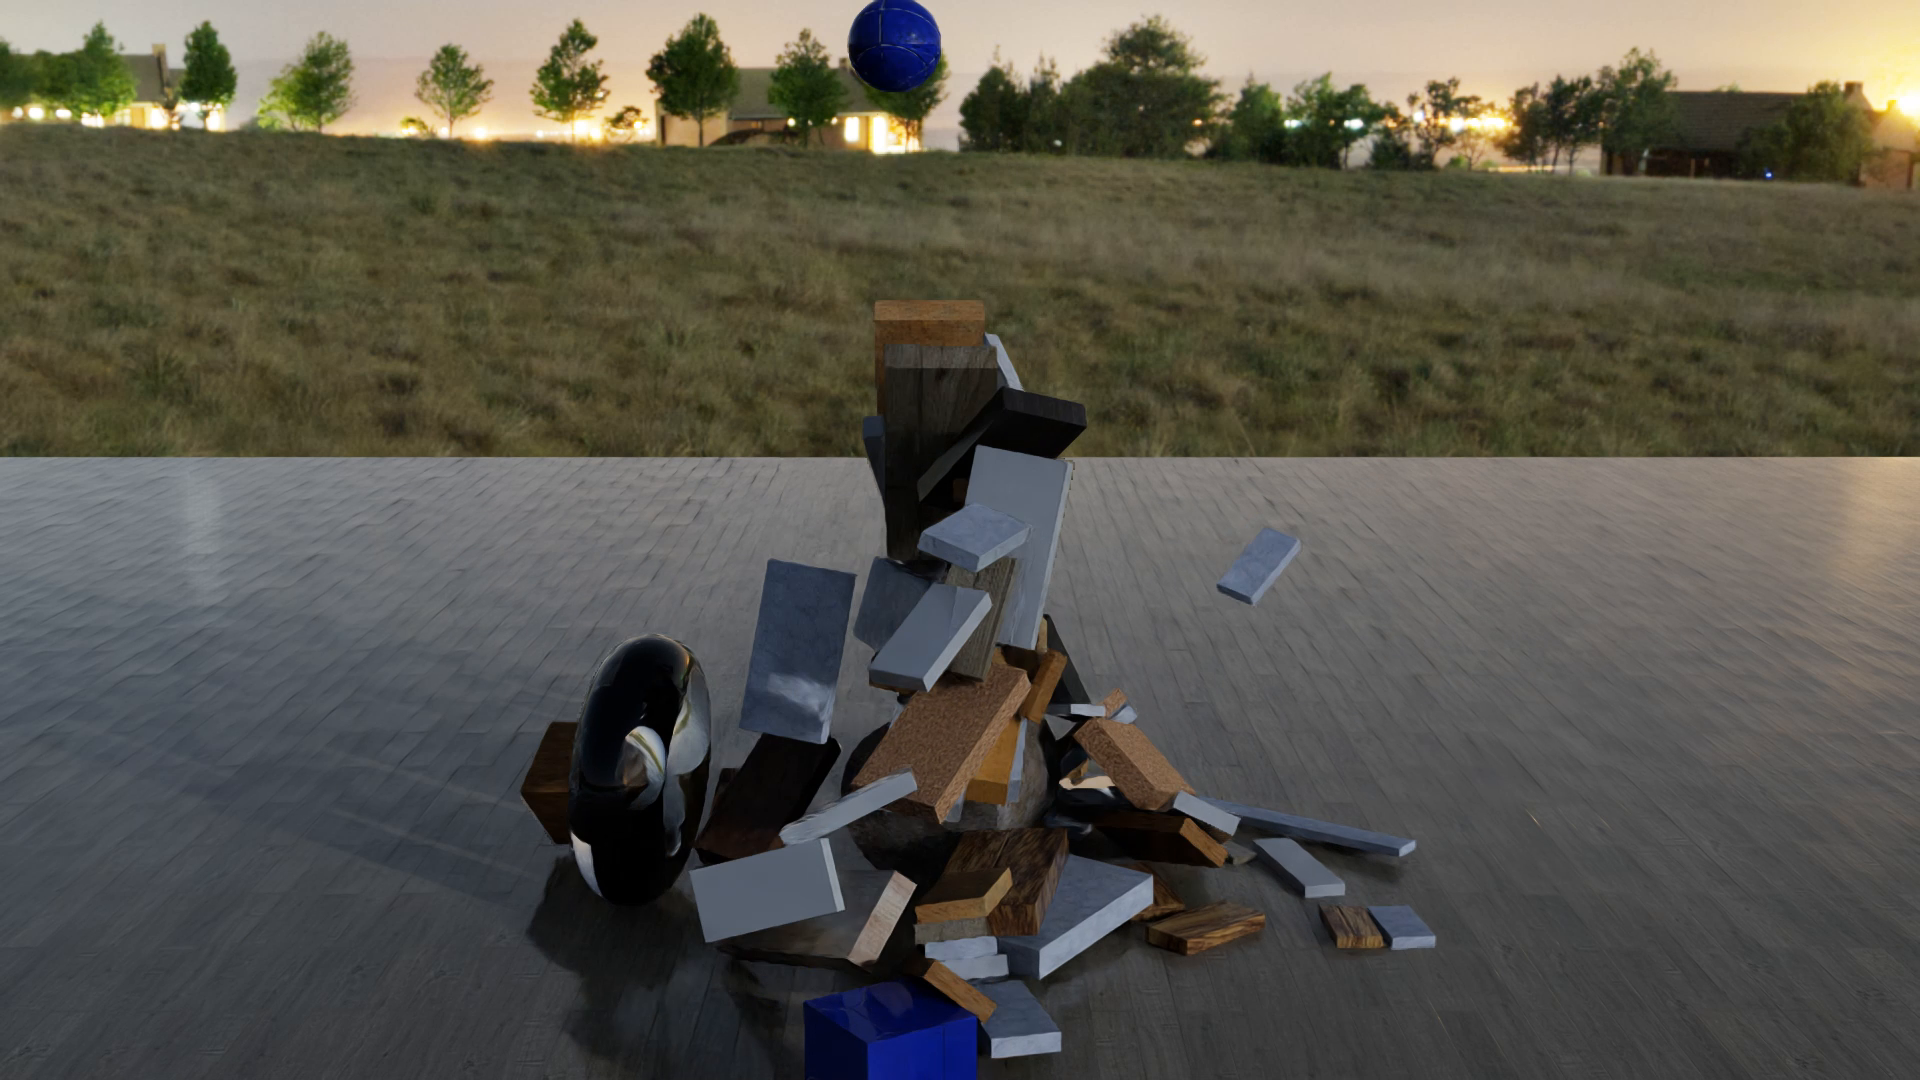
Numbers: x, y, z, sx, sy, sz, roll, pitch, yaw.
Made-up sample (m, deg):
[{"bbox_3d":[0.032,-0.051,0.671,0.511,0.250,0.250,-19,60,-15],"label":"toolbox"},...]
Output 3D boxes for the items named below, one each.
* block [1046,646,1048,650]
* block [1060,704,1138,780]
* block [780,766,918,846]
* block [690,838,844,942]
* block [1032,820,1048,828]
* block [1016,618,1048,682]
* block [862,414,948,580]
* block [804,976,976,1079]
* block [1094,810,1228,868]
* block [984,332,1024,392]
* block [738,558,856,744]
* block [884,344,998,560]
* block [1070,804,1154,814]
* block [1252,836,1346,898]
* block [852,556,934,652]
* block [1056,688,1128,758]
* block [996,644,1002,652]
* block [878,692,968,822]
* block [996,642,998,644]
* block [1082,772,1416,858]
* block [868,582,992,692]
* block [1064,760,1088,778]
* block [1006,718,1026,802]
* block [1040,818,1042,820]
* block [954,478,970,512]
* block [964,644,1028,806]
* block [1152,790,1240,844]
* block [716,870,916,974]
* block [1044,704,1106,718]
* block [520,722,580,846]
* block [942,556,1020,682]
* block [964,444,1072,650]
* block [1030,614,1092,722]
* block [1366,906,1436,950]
[{"bbox_3d":[0.057,0.121,3.868,0.148,0.295,0.042,9,53,23],"label":"block"},{"bbox_3d":[0.243,0.375,4.055,0.191,0.027,0.095,-39,-3,-3],"label":"block"},{"bbox_3d":[-0.134,0.326,2.674,0.173,0.024,0.086,-26,-1,-2],"label":"block"},{"bbox_3d":[-0.228,0.413,2.594,0.173,0.086,0.024,-16,-8,17],"label":"block"},{"bbox_3d":[0.112,0.518,3.950,0.047,0.013,0.095,-46,31,-20],"label":"block"},{"bbox_3d":[0.117,0.183,3.597,0.017,0.059,0.117,31,35,-19],"label":"block"},{"bbox_3d":[-0.037,-0.073,3.516,0.166,0.331,0.047,-9,45,7],"label":"block"},{"bbox_3d":[-0.089,0.671,2.797,0.159,0.159,0.159,-7,13,-33],"label":"block"},{"bbox_3d":[0.339,0.507,3.730,0.111,0.031,0.222,42,-25,-27],"label":"block"},{"bbox_3d":[0.061,-0.220,3.829,0.036,0.256,0.128,7,-40,-46],"label":"block"},{"bbox_3d":[-0.250,0.171,3.388,0.132,0.265,0.037,10,0,12],"label":"block"},{"bbox_3d":[-0.031,-0.127,3.375,0.166,0.428,0.047,1,49,-1],"label":"block"},{"bbox_3d":[0.320,0.499,4.098,0.351,0.023,0.081,9,14,39],"label":"block"},{"bbox_3d":[0.579,0.560,3.775,0.070,0.020,0.251,-2,11,-13],"label":"block"},{"bbox_3d":[-0.095,0.114,3.417,0.037,0.132,0.265,15,4,-21],"label":"block"},{"bbox_3d":[0.223,0.346,4.010,0.095,0.027,0.191,-36,-8,-42],"label":"block"},{"bbox_3d":[0.008,0.163,3.534,0.117,0.017,0.059,6,23,0],"label":"block"},{"bbox_3d":[-0.045,0.322,3.428,0.136,0.039,0.273,9,38,5],"label":"block"},{"bbox_3d":[0.040,0.119,3.592,0.104,0.029,0.208,3,17,-5],"label":"block"},{"bbox_3d":[0.491,0.500,4.059,0.757,0.016,0.056,7,13,41],"label":"block"},{"bbox_3d":[-0.039,0.130,2.956,0.089,0.025,0.178,9,44,33],"label":"block"},{"bbox_3d":[0.217,0.447,4.288,0.055,0.016,0.110,-8,3,11],"label":"block"},{"bbox_3d":[0.027,0.291,3.624,0.165,0.047,0.330,6,37,2],"label":"block"},{"bbox_3d":[0.150,0.502,4.107,0.047,0.013,0.094,2,11,8],"label":"block"},{"bbox_3d":[0.060,0.017,3.328,0.135,0.038,0.368,-2,-29,0],"label":"block"},{"bbox_3d":[0.017,0.285,3.554,0.165,0.047,0.334,8,38,5],"label":"block"},{"bbox_3d":[0.389,0.485,3.730,0.111,0.031,0.222,26,-20,0],"label":"block"},{"bbox_3d":[-0.217,0.546,3.180,0.039,0.136,0.499,37,-22,-18],"label":"block"},{"bbox_3d":[0.199,0.297,3.827,0.065,0.018,0.130,6,-7,-18],"label":"block"},{"bbox_3d":[-0.647,0.428,3.857,0.154,0.154,0.154,-2,46,22],"label":"block"},{"bbox_3d":[0.015,0.103,3.071,0.089,0.178,0.025,12,-17,16],"label":"block"},{"bbox_3d":[0.065,0.010,3.126,0.135,0.269,0.038,12,1,13],"label":"block"},{"bbox_3d":[0.136,0.231,4.141,0.148,0.042,0.438,15,-21,21],"label":"block"},{"bbox_3d":[0.698,0.614,3.487,0.070,0.020,0.139,-1,11,-6],"label":"block"}]
